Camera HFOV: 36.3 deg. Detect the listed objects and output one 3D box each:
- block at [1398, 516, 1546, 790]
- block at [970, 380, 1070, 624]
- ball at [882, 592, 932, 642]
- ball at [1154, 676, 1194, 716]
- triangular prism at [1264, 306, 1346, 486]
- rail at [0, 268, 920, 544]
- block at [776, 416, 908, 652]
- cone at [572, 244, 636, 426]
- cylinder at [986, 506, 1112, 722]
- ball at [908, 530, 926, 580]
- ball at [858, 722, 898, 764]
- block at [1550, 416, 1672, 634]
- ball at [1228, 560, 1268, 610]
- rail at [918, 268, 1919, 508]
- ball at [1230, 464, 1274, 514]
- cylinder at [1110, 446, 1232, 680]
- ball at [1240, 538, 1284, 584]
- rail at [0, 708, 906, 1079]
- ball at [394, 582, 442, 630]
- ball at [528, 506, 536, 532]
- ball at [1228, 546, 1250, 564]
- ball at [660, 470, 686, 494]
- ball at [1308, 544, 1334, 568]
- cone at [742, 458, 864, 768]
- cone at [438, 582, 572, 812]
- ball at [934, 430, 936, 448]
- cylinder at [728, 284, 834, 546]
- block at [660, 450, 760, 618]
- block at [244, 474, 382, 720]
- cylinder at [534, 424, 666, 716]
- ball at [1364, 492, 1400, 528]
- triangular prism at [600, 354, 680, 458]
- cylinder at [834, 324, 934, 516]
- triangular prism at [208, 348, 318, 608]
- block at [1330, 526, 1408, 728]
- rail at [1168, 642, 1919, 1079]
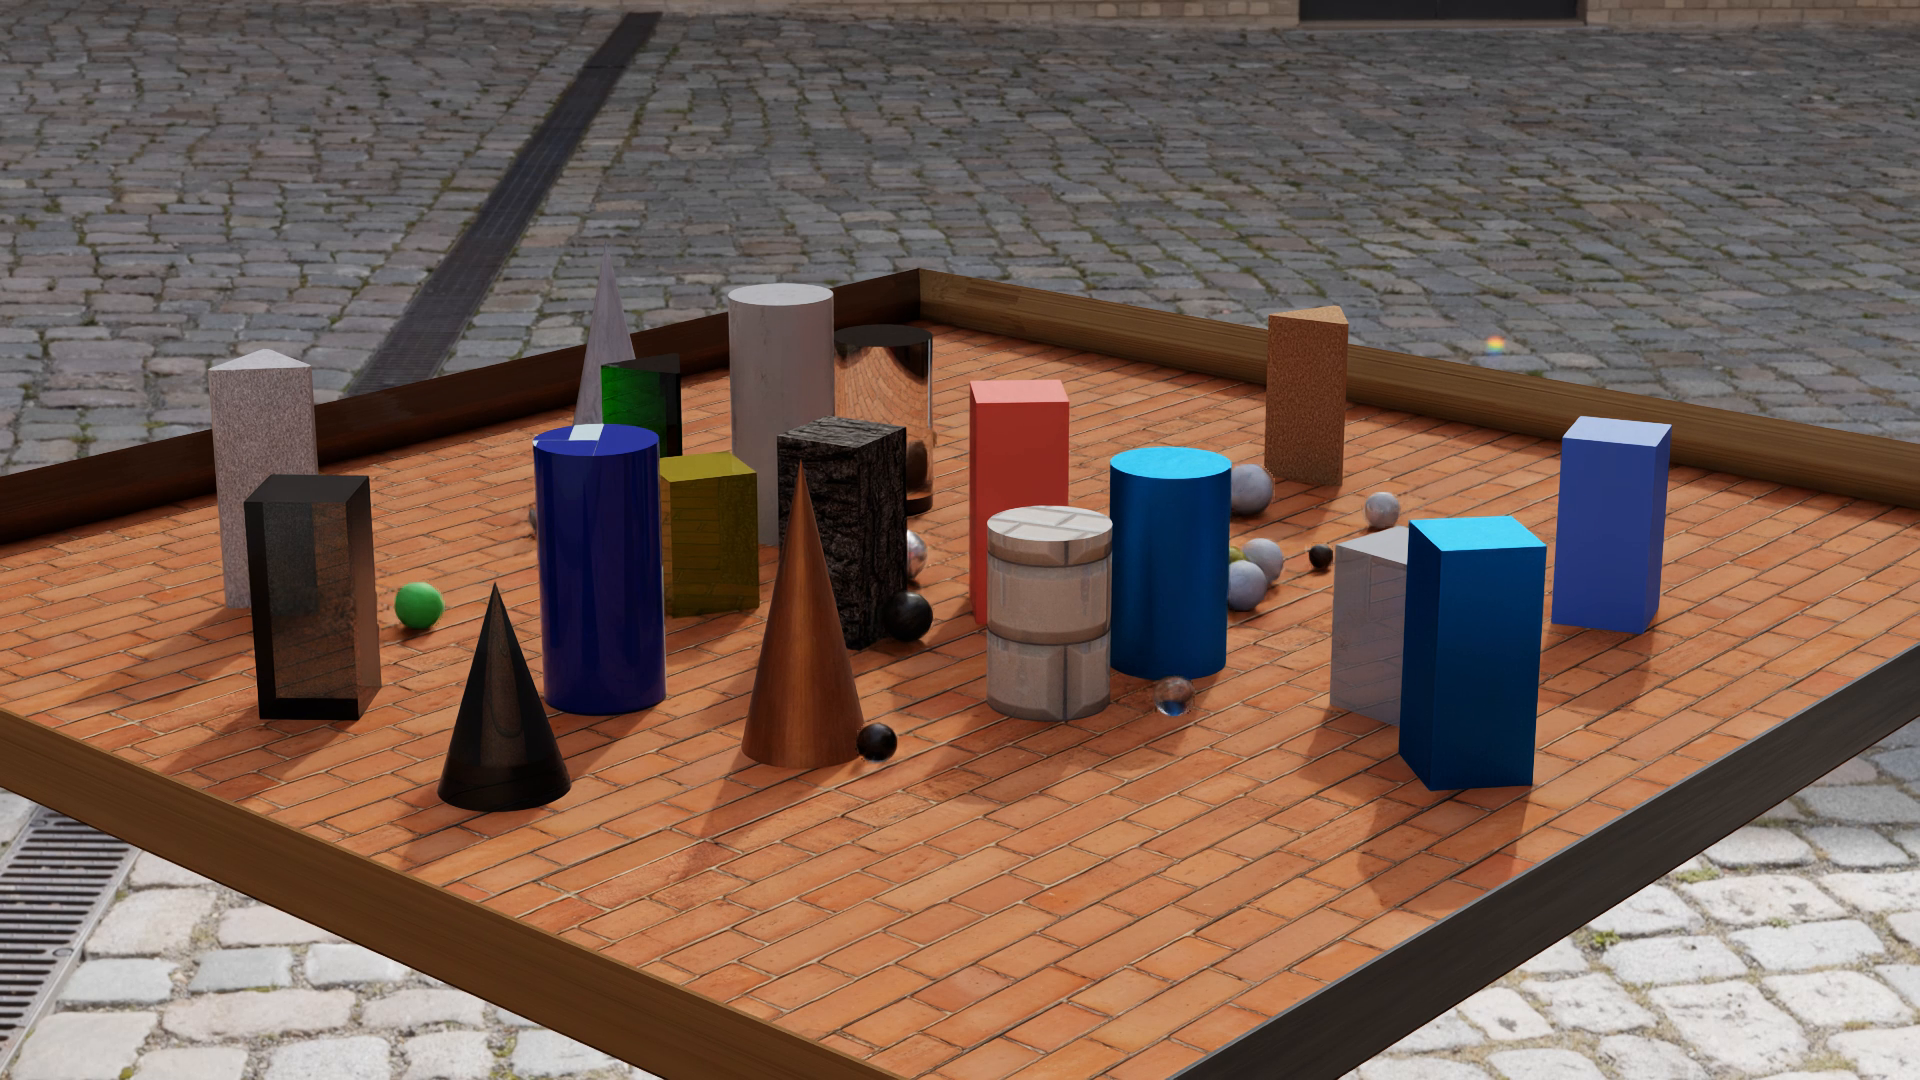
[{"bbox_3d":[0.744,0.164,4.274,0.155,0.363,0.155,-3,17,-8],"label":"block"},{"bbox_3d":[0.099,-0.066,4.996,0.155,0.386,0.155,-1,17,-4],"label":"block"},{"bbox_3d":[-0.087,0.128,4.878,0.084,0.084,0.084,0,17,0],"label":"ball"},{"bbox_3d":[0.330,0.241,4.539,0.062,0.062,0.062,0,17,0],"label":"ball"},{"bbox_3d":[0.718,-0.294,5.851,0.168,0.328,0.145,10,19,29],"label":"triangular prism"},{"bbox_3d":[-1.138,-0.254,6.067,0.045,0.126,3.219,14,22,39],"label":"rail"},{"bbox_3d":[-0.195,-0.013,4.889,0.155,0.347,0.155,9,19,29],"label":"block"},{"bbox_3d":[-0.705,-0.378,5.902,0.194,0.460,0.194,0,17,0],"label":"cone"},{"bbox_3d":[0.139,0.113,4.568,0.194,0.291,0.194,0,17,0],"label":"cylinder"},{"bbox_3d":[-0.106,0.027,5.194,0.094,0.094,0.094,0,17,0],"label":"ball"},{"bbox_3d":[-0.122,0.301,4.345,0.060,0.060,0.060,0,17,0],"label":"ball"},{"bbox_3d":[1.104,-0.027,4.970,0.155,0.326,0.155,7,18,21],"label":"block"},{"bbox_3d":[0.485,0.078,5.039,0.085,0.085,0.085,0,17,0],"label":"ball"},{"bbox_3d":[1.040,-0.314,6.267,3.063,0.126,0.045,14,22,39],"label":"rail"},{"bbox_3d":[0.551,-0.097,5.599,0.097,0.097,0.097,0,17,0],"label":"ball"},{"bbox_3d":[0.338,0.037,4.743,0.194,0.336,0.194,0,17,0],"label":"cylinder"},{"bbox_3d":[0.530,0.039,5.174,0.083,0.083,0.083,0,17,0],"label":"ball"},{"bbox_3d":[-1.040,0.377,3.974,3.063,0.126,0.045,14,22,39],"label":"rail"},{"bbox_3d":[-0.913,0.110,4.941,0.080,0.080,0.080,0,17,0],"label":"ball"},{"bbox_3d":[-0.783,-0.040,5.487,0.052,0.052,0.052,0,17,0],"label":"ball"},{"bbox_3d":[0.464,0.052,5.120,0.088,0.088,0.088,0,17,0],"label":"ball"},{"bbox_3d":[-0.562,-0.112,5.734,0.048,0.048,0.048,0,17,0],"label":"ball"},{"bbox_3d":[0.649,0.028,5.275,0.045,0.045,0.045,0,17,0],"label":"ball"},{"bbox_3d":[-0.233,0.095,4.355,0.194,0.449,0.194,0,17,0],"label":"cone"},{"bbox_3d":[-0.661,0.208,4.212,0.194,0.314,0.194,0,17,0],"label":"cone"},{"bbox_3d":[-0.089,-0.206,5.983,0.084,0.084,0.084,0,17,0],"label":"ball"},{"bbox_3d":[-0.329,-0.234,5.439,0.194,0.452,0.194,0,17,0],"label":"cylinder"},{"bbox_3d":[-0.447,-0.011,5.064,0.155,0.242,0.155,-7,18,-22],"label":"block"},{"bbox_3d":[-1.001,0.088,4.549,0.155,0.349,0.155,1,17,2],"label":"block"},{"bbox_3d":[-0.560,0.045,4.572,0.194,0.418,0.194,0,17,0],"label":"cylinder"},{"bbox_3d":[0.794,-0.057,5.515,0.069,0.069,0.069,0,17,0],"label":"ball"},{"bbox_3d":[-0.573,-0.200,5.607,0.168,0.291,0.145,7,18,22],"label":"triangular prism"},{"bbox_3d":[-0.148,-0.229,5.626,0.194,0.335,0.194,0,17,0],"label":"cylinder"},{"bbox_3d":[-1.193,-0.109,5.077,0.168,0.422,0.145,-3,17,-9],"label":"triangular prism"},{"bbox_3d":[0.688,0.134,4.551,0.155,0.261,0.155,-15,22,-40],"label":"block"},{"bbox_3d":[1.138,0.317,4.174,0.045,0.126,3.219,14,22,39],"label":"rail"}]
